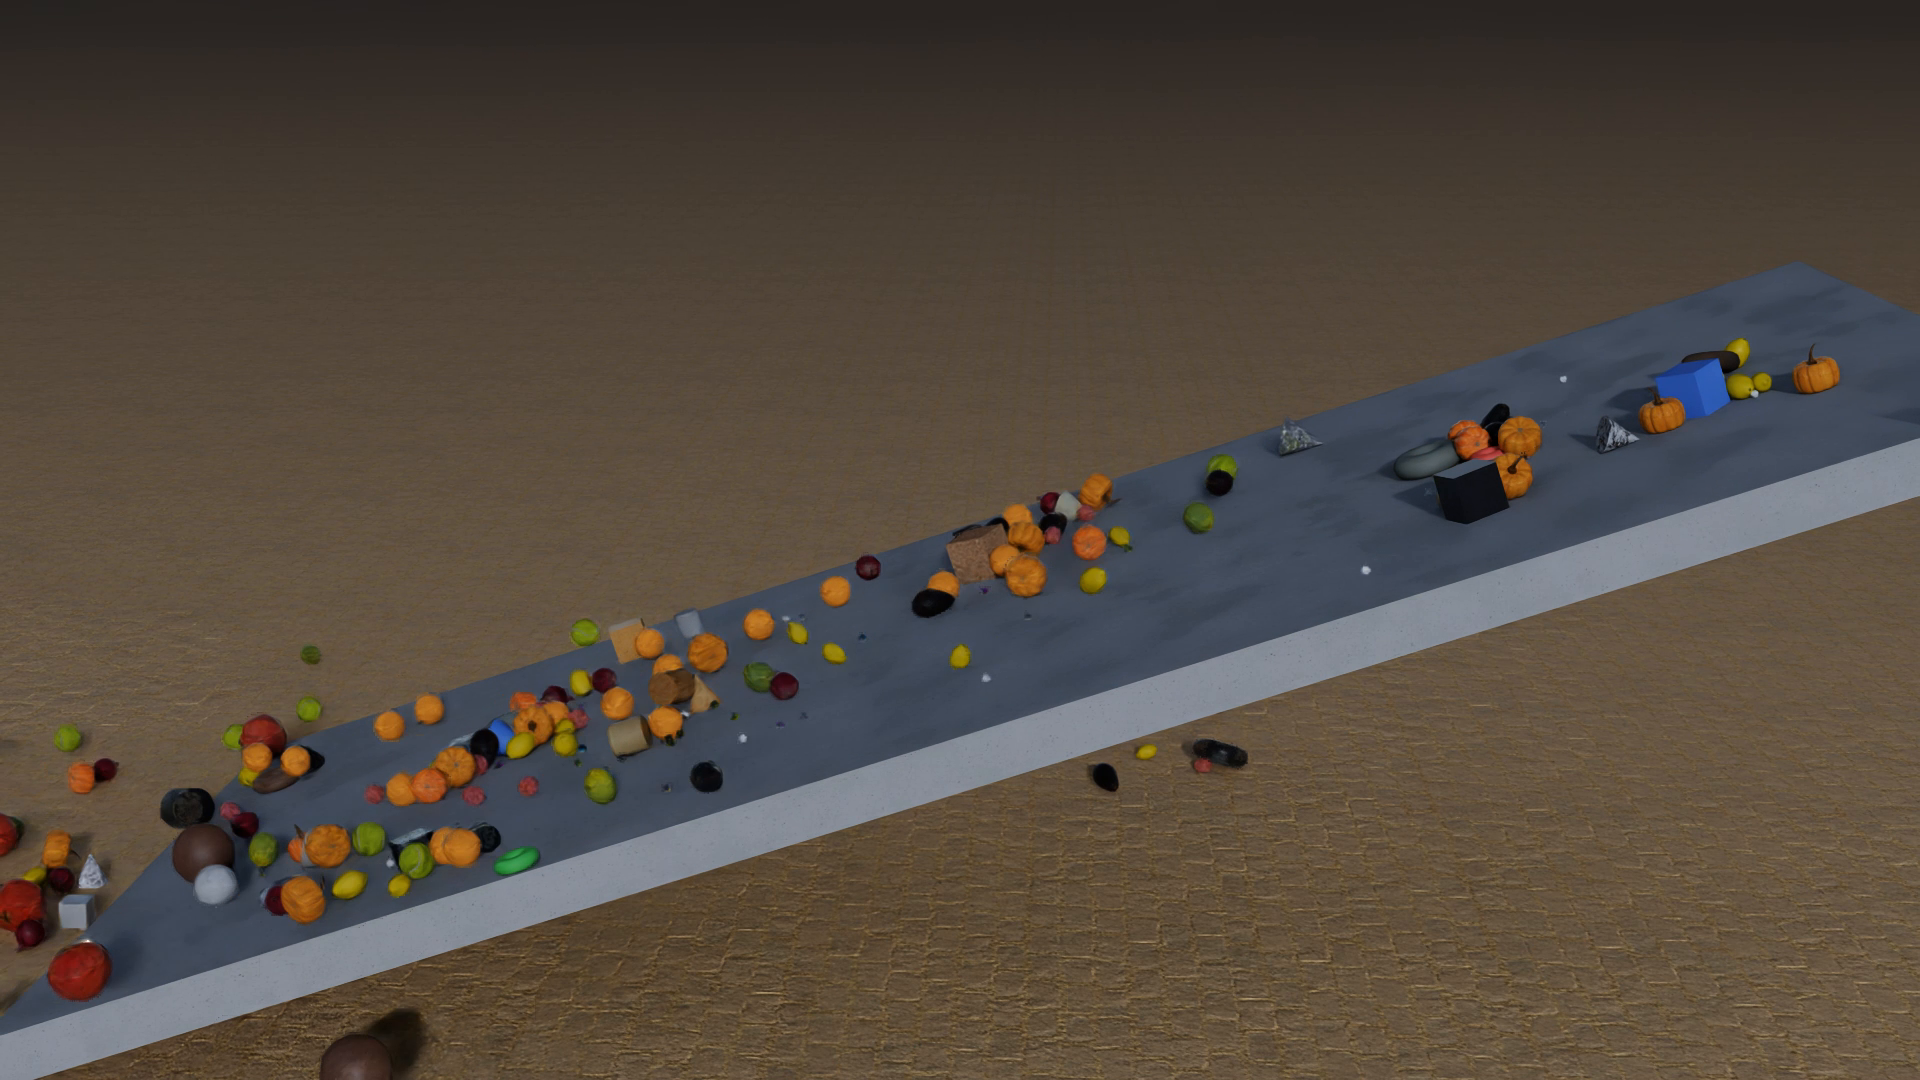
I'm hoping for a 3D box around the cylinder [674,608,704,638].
[{"bbox_3d":[-0.652,0.200,7.084,0.057,0.057,0.057,-18,11,3],"label":"cylinder"}]

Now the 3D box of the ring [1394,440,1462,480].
[{"bbox_3d":[0.981,-0.168,6.169,0.147,0.049,0.147,-19,9,3],"label":"ring"}]

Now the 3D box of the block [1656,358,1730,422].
[{"bbox_3d":[1.468,-0.301,5.891,0.092,0.092,0.092,-28,14,-39],"label":"block"}]

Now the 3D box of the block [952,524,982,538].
[{"bbox_3d":[0.025,-0.002,6.956,0.053,0.053,0.053,-24,12,-26],"label":"block"}]

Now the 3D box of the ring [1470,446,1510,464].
[{"bbox_3d":[1.090,-0.171,6.056,0.083,0.028,0.083,-18,12,4],"label":"ring"}]

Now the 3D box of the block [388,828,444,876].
[{"bbox_3d":[-1.053,0.604,5.693,0.067,0.067,0.067,-25,12,-31],"label":"block"}]

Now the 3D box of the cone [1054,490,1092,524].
[{"bbox_3d":[0.276,-0.068,6.905,0.082,0.082,0.082,17,18,23],"label":"cone"}]

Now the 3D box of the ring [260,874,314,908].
[{"bbox_3d":[-1.326,0.693,5.795,0.113,0.038,0.113,-17,11,4],"label":"ring"}]

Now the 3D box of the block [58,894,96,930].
[{"bbox_3d":[-1.933,0.815,6.444,0.059,0.059,0.059,0,12,2],"label":"block"}]

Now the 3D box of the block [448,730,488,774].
[{"bbox_3d":[-1.076,0.465,6.448,0.064,0.064,0.064,-19,11,1],"label":"block"}]

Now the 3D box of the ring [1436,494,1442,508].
[{"bbox_3d":[0.993,-0.092,5.793,0.114,0.038,0.114,-20,11,4],"label":"ring"}]

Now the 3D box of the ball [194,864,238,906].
[{"bbox_3d":[-1.502,0.697,5.939,0.087,0.087,0.087,0,12,0],"label":"ball"}]

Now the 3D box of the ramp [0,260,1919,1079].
[{"bbox_3d":[0.104,0.181,6.308,4.000,0.100,2.000,-18,11,6],"label":"ramp"}]

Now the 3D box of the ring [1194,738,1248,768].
[{"bbox_3d":[0.675,0.553,7.630,0.147,0.049,0.147,15,-8,2],"label":"ring"}]

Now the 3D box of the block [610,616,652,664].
[{"bbox_3d":[-0.790,0.240,7.054,0.080,0.080,0.080,-19,11,-3],"label":"block"}]

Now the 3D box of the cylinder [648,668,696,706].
[{"bbox_3d":[-0.598,0.306,6.102,0.070,0.070,0.070,6,6,28],"label":"cylinder"}]

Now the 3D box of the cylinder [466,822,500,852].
[{"bbox_3d":[-0.917,0.572,5.660,0.053,0.053,0.053,-5,5,-23],"label":"cylinder"}]

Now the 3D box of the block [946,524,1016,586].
[{"bbox_3d":[0.047,0.032,6.620,0.099,0.099,0.099,-12,13,33],"label":"block"}]

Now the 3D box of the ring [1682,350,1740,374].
[{"bbox_3d":[1.562,-0.368,6.121,0.120,0.040,0.120,-3,-4,0],"label":"ring"}]

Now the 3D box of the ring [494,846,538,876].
[{"bbox_3d":[-0.821,0.594,5.451,0.087,0.029,0.087,-19,11,4],"label":"ring"}]

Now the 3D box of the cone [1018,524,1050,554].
[{"bbox_3d":[0.173,0.001,6.742,0.074,0.074,0.074,8,11,-3],"label":"cone"}]

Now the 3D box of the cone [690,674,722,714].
[{"bbox_3d":[-0.553,0.320,6.256,0.075,0.075,0.075,-18,11,3],"label":"cone"}]

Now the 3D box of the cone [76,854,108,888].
[{"bbox_3d":[-1.986,0.749,6.723,0.074,0.074,0.074,0,12,0],"label":"cone"}]

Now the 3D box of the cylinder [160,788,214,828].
[{"bbox_3d":[-1.788,0.620,6.804,0.092,0.092,0.092,-10,2,-40],"label":"cylinder"}]

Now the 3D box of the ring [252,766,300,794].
[{"bbox_3d":[-1.612,0.565,6.934,0.113,0.038,0.113,-17,12,4],"label":"ring"}]

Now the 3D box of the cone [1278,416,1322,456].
[{"bbox_3d":[0.796,-0.231,6.821,0.097,0.097,0.097,11,14,11],"label":"cone"}]

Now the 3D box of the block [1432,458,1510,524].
[{"bbox_3d":[0.984,-0.094,5.667,0.093,0.093,0.093,-21,11,-12],"label":"block"}]

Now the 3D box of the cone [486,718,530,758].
[{"bbox_3d":[-0.981,0.444,6.455,0.090,0.090,0.090,11,14,11],"label":"cone"}]

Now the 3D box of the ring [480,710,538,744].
[{"bbox_3d":[-1.011,0.424,6.582,0.149,0.050,0.149,-21,12,5],"label":"ring"}]
